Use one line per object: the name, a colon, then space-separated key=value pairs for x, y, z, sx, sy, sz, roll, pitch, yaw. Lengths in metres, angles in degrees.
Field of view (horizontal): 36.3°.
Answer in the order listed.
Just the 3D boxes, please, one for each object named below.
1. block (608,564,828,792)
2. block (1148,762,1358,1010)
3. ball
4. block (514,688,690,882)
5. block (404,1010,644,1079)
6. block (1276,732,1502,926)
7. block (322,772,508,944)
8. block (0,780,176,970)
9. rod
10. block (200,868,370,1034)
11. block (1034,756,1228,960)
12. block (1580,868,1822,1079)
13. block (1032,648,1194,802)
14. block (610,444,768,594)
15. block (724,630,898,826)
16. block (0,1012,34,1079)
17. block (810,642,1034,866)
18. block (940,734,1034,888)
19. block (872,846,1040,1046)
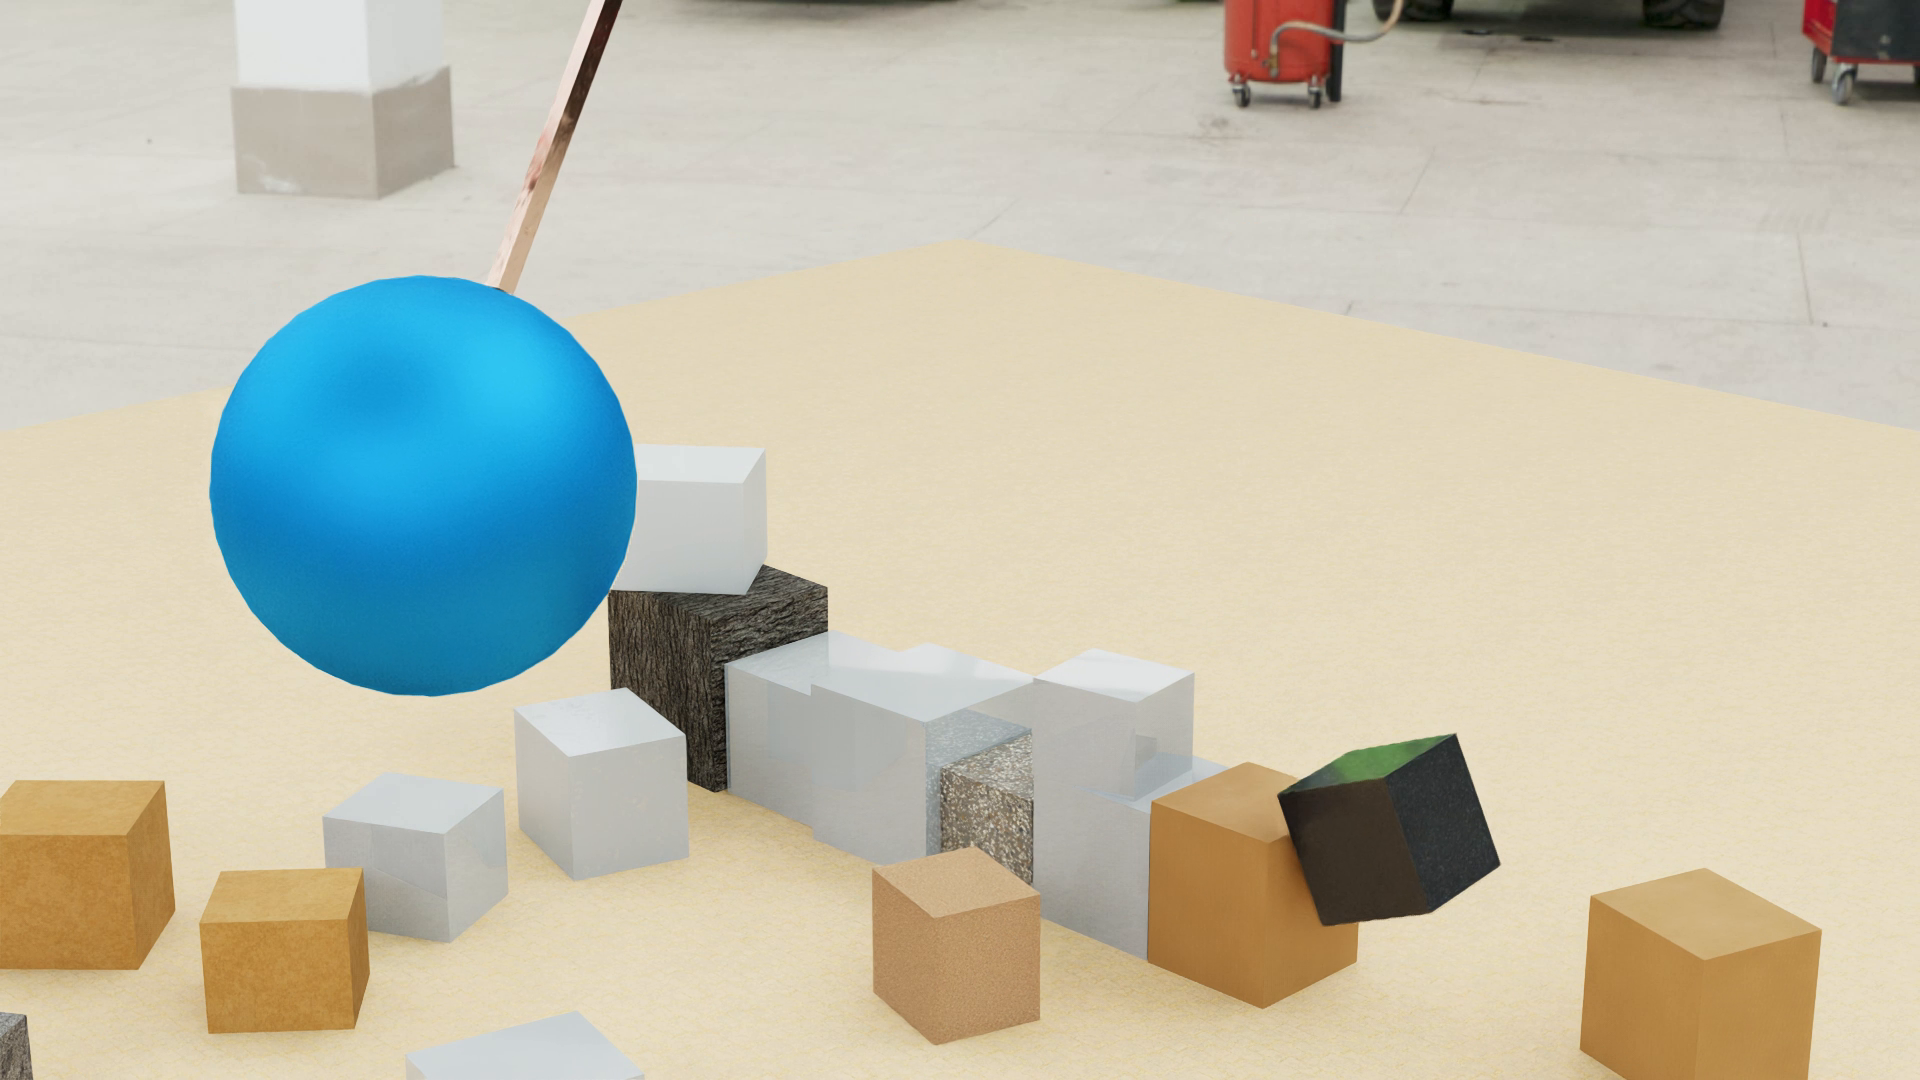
block: x=-1.216 y=0.646 z=14.792 sx=0.742 sy=0.898 sz=0.839 roll=-16 pitch=23 yaw=-40
block: x=1.255 y=1.455 z=12.469 sx=0.633 sy=0.746 sz=0.637 roll=17 pitch=24 yaw=42
ball: x=-2.030 y=-0.205 z=11.149 sx=1.600 sy=1.600 sz=1.600 roll=0 pitch=17 yaw=0
block: x=-1.681 y=1.133 z=13.721 sx=0.573 sy=0.611 sz=0.714 roll=-9 pitch=20 yaw=-27
block: x=-1.565 y=2.144 z=10.604 sx=0.677 sy=0.552 sz=0.585 roll=-10 pitch=20 yaw=-30
block: x=1.749 y=1.181 z=11.952 sx=0.562 sy=0.576 sz=0.528 roll=-15 pitch=6 yaw=45
block: x=-2.411 y=1.403 z=13.021 sx=0.596 sy=0.515 sz=0.550 roll=6 pitch=18 yaw=18
block: x=-3.831 y=1.445 z=12.707 sx=0.657 sy=0.622 sz=0.605 roll=0 pitch=17 yaw=0
rod: x=-0.880 y=-3.398 z=11.352 sx=0.080 sy=5.200 sz=0.080 roll=17 pitch=-5 yaw=42
block: x=-2.786 y=1.693 z=12.135 sx=0.589 sy=0.492 sz=0.516 roll=-1 pitch=17 yaw=-4
block: x=0.791 y=1.344 z=12.935 sx=0.644 sy=0.680 sz=0.677 roll=-17 pitch=24 yaw=-42
block: x=2.911 y=1.777 z=11.560 sx=0.589 sy=0.677 sz=0.665 roll=-9 pitch=20 yaw=-26
block: x=0.668 y=0.799 z=12.778 sx=0.529 sy=0.453 sz=0.472 roll=12 pitch=21 yaw=34
block: x=-1.366 y=-0.110 z=14.743 sx=0.686 sy=0.575 sz=0.640 roll=2 pitch=18 yaw=6
block: x=-0.643 y=0.918 z=14.309 sx=0.716 sy=0.669 sz=0.696 roll=-17 pitch=24 yaw=-42
block: x=-3.841 y=2.063 z=11.102 sx=0.450 sy=0.407 sz=0.472 roll=4 pitch=18 yaw=12
block: x=-0.154 y=1.029 z=13.765 sx=0.740 sy=0.783 sz=0.789 roll=16 pitch=23 yaw=41
block: x=0.340 y=1.278 z=13.377 sx=0.567 sy=0.540 sz=0.642 roll=17 pitch=24 yaw=42
block: x=-0.018 y=1.667 z=12.099 sx=0.489 sy=0.564 sz=0.555 roll=-9 pitch=20 yaw=-27
